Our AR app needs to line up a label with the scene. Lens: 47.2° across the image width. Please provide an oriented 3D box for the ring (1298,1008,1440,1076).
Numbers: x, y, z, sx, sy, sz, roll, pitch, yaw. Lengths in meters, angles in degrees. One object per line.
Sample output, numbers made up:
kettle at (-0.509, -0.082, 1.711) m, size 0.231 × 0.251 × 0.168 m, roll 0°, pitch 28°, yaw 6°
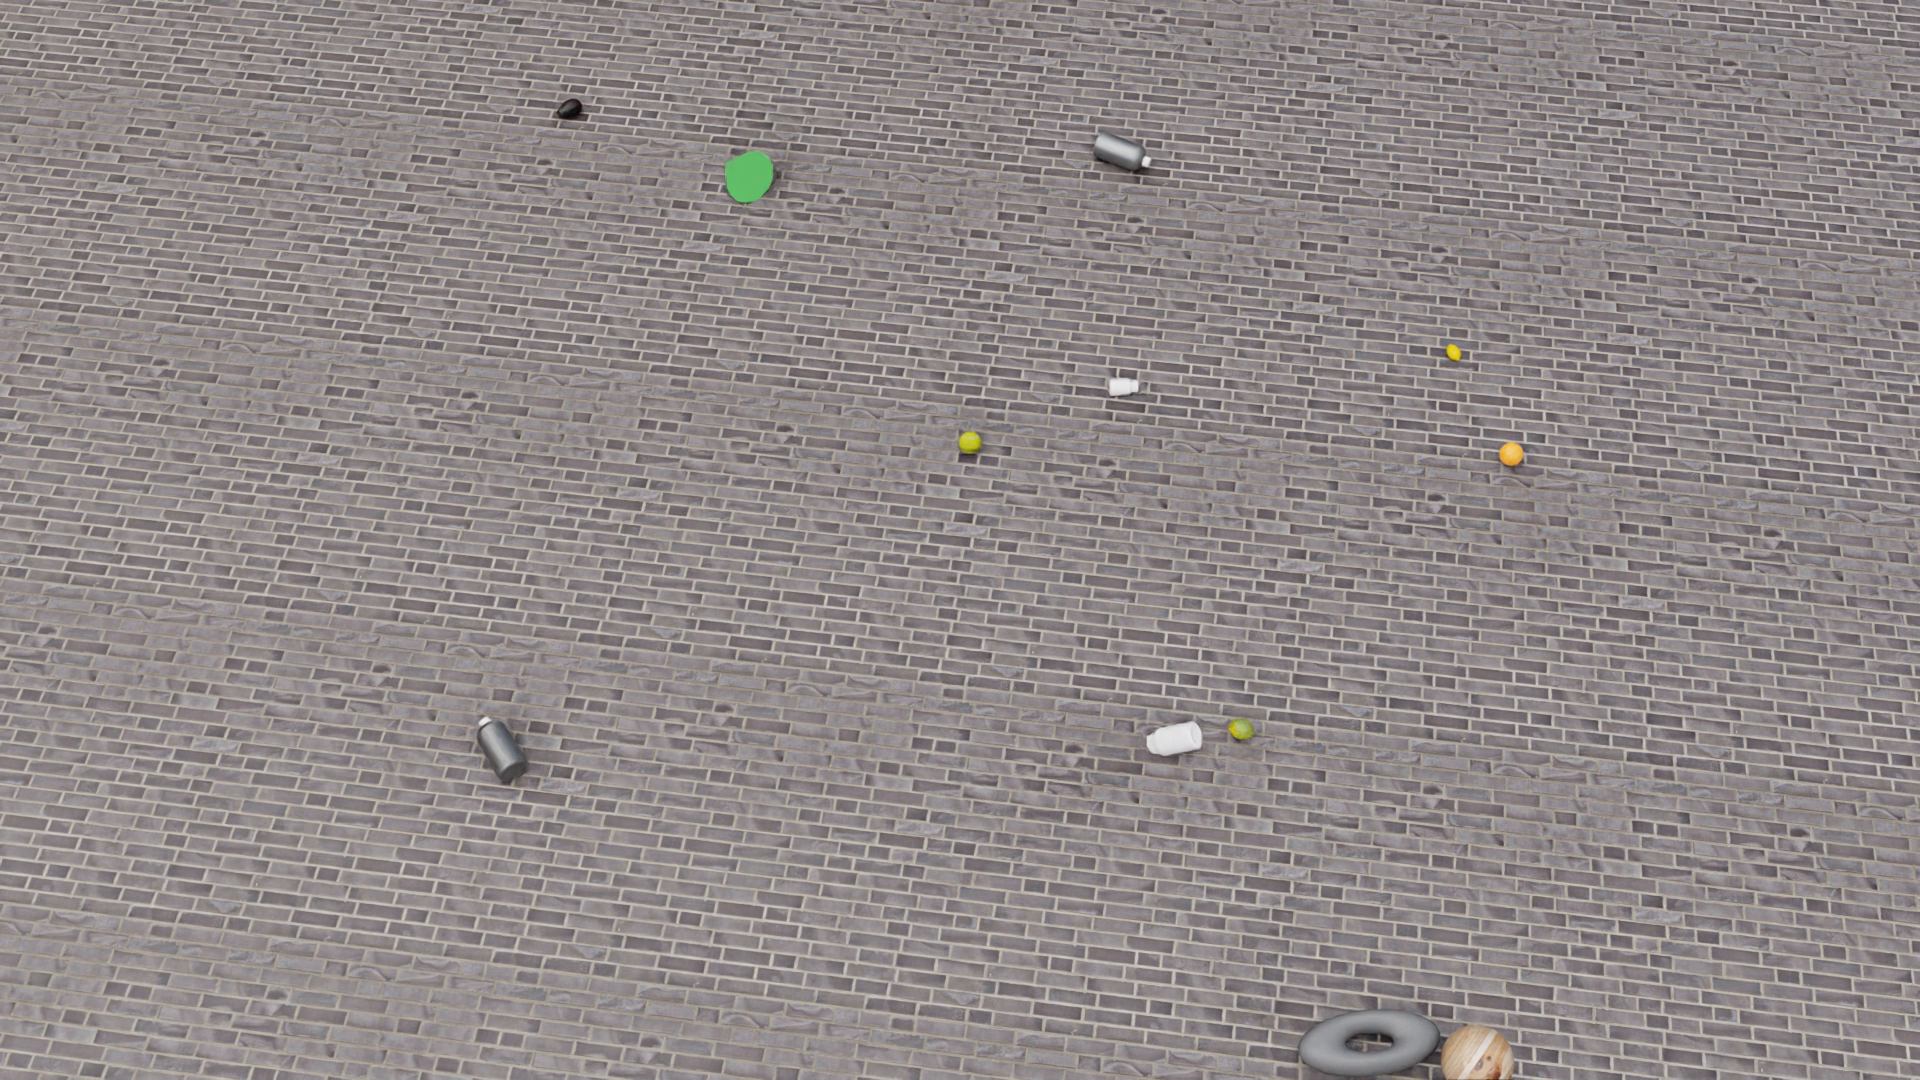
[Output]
ring at (1.053, 1.293, 5.655) m, size 0.374 × 0.087 × 0.171 m, roll -6°, pitch 55°, yaw -4°

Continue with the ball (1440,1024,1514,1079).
ball at (1.312, 1.322, 5.576) m, size 0.184 × 0.184 × 0.184 m, roll 0°, pitch 56°, yaw 0°

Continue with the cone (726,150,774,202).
cone at (-0.743, -1.241, 7.360) m, size 0.180 × 0.165 × 0.188 m, roll -55°, pitch 40°, yaw 3°
